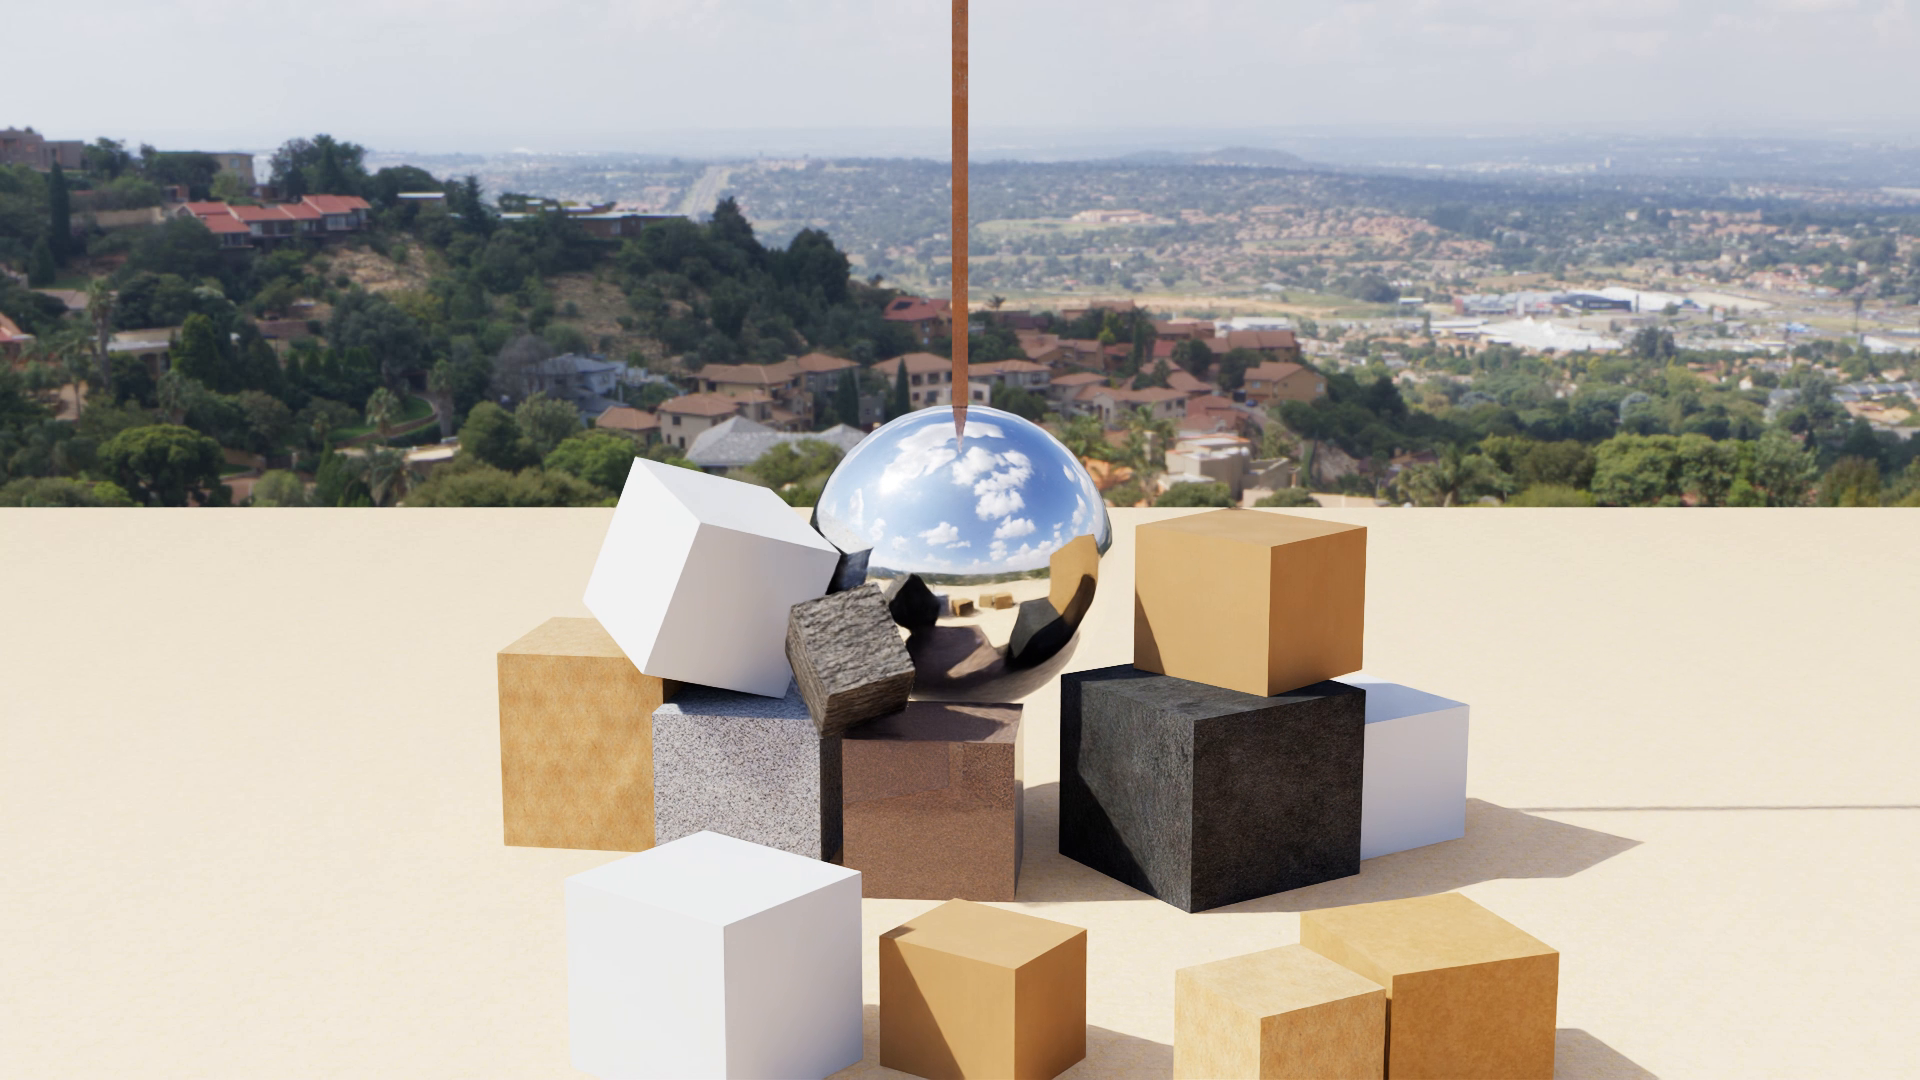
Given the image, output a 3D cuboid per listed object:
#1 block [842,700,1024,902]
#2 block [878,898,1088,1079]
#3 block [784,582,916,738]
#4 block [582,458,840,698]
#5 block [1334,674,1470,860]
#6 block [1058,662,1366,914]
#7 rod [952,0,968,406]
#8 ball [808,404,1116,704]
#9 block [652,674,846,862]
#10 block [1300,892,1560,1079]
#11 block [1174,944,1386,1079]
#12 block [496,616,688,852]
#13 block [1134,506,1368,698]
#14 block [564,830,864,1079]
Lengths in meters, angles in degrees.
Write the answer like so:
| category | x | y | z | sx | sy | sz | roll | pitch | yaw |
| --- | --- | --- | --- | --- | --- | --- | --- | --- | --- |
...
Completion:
| category | x | y | z | sx | sy | sz | roll | pitch | yaw |
| --- | --- | --- | --- | --- | --- | --- | --- | --- | --- |
| block | -0.115 | 1.242 | 10.581 | 0.801 | 0.770 | 0.734 | 1 | 10 | 5 |
| block | 0.090 | 1.755 | 8.447 | 0.616 | 0.524 | 0.511 | 7 | 12 | 34 |
| block | -0.522 | 0.559 | 10.301 | 0.427 | 0.491 | 0.436 | -16 | -27 | -18 |
| block | -1.248 | 0.187 | 10.949 | 0.792 | 0.801 | 0.858 | 13 | 16 | -35 |
| block | 2.044 | 1.152 | 11.289 | 0.768 | 0.694 | 0.774 | -6 | 12 | -32 |
| block | 1.216 | 1.139 | 10.737 | 1.046 | 0.917 | 1.045 | -7 | 12 | -32 |
| rod | 0.000 | -3.231 | 10.650 | 0.080 | 5.200 | 0.080 | 0 | 12 | 0 |
| ball | 0.000 | 0.100 | 11.330 | 1.600 | 1.600 | 1.600 | 0 | 10 | 0 |
| block | -1.008 | 1.147 | 11.107 | 0.828 | 0.770 | 0.943 | 2 | 10 | 9 |
| block | 1.752 | 1.753 | 8.302 | 0.694 | 0.579 | 0.693 | -4 | 11 | -19 |
| block | 1.143 | 1.839 | 7.910 | 0.550 | 0.551 | 0.509 | -6 | 12 | -29 |
| block | -1.817 | 0.987 | 11.348 | 0.845 | 0.997 | 0.852 | 2 | 10 | 8 |
| block | 1.429 | 0.285 | 10.856 | 0.827 | 0.720 | 0.775 | 10 | 14 | 44 |
| block | -0.934 | 1.644 | 8.408 | 0.832 | 0.757 | 0.751 | 8 | 13 | 38 |
